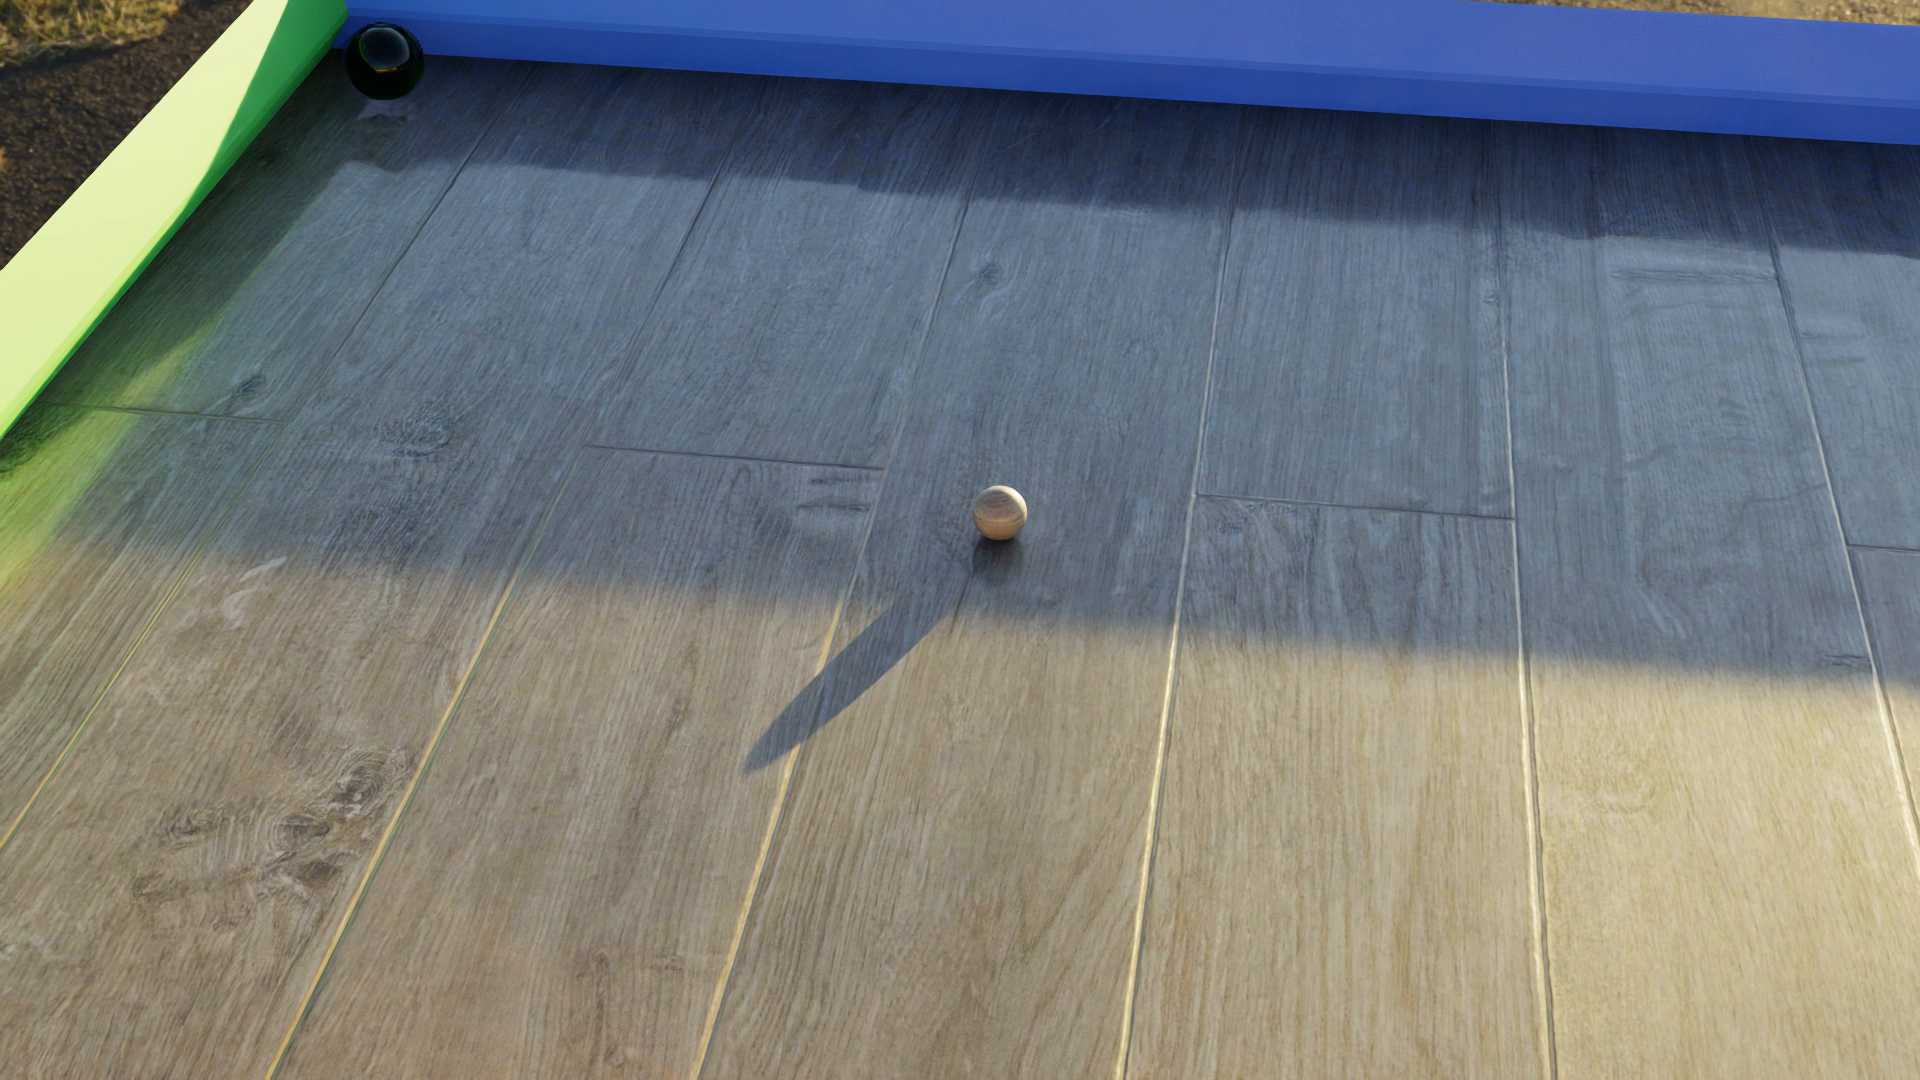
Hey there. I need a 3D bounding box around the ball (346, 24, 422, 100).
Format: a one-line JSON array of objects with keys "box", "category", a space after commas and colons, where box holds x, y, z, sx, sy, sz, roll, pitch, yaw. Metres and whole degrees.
[{"box": [-0.588, -0.487, 2.619, 0.077, 0.077, 0.077, 0, 35, 0], "category": "ball"}]

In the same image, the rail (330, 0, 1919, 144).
[{"box": [0.918, -0.434, 2.499, 3.225, 0.123, 0.045, 5, 35, 7], "category": "rail"}]

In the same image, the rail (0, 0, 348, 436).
[{"box": [-0.775, -0.089, 2.000, 0.045, 0.123, 1.732, 5, 35, 7], "category": "rail"}]

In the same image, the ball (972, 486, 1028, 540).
[{"box": [0.030, -0.021, 1.974, 0.042, 0.042, 0.042, 0, 35, 0], "category": "ball"}]
